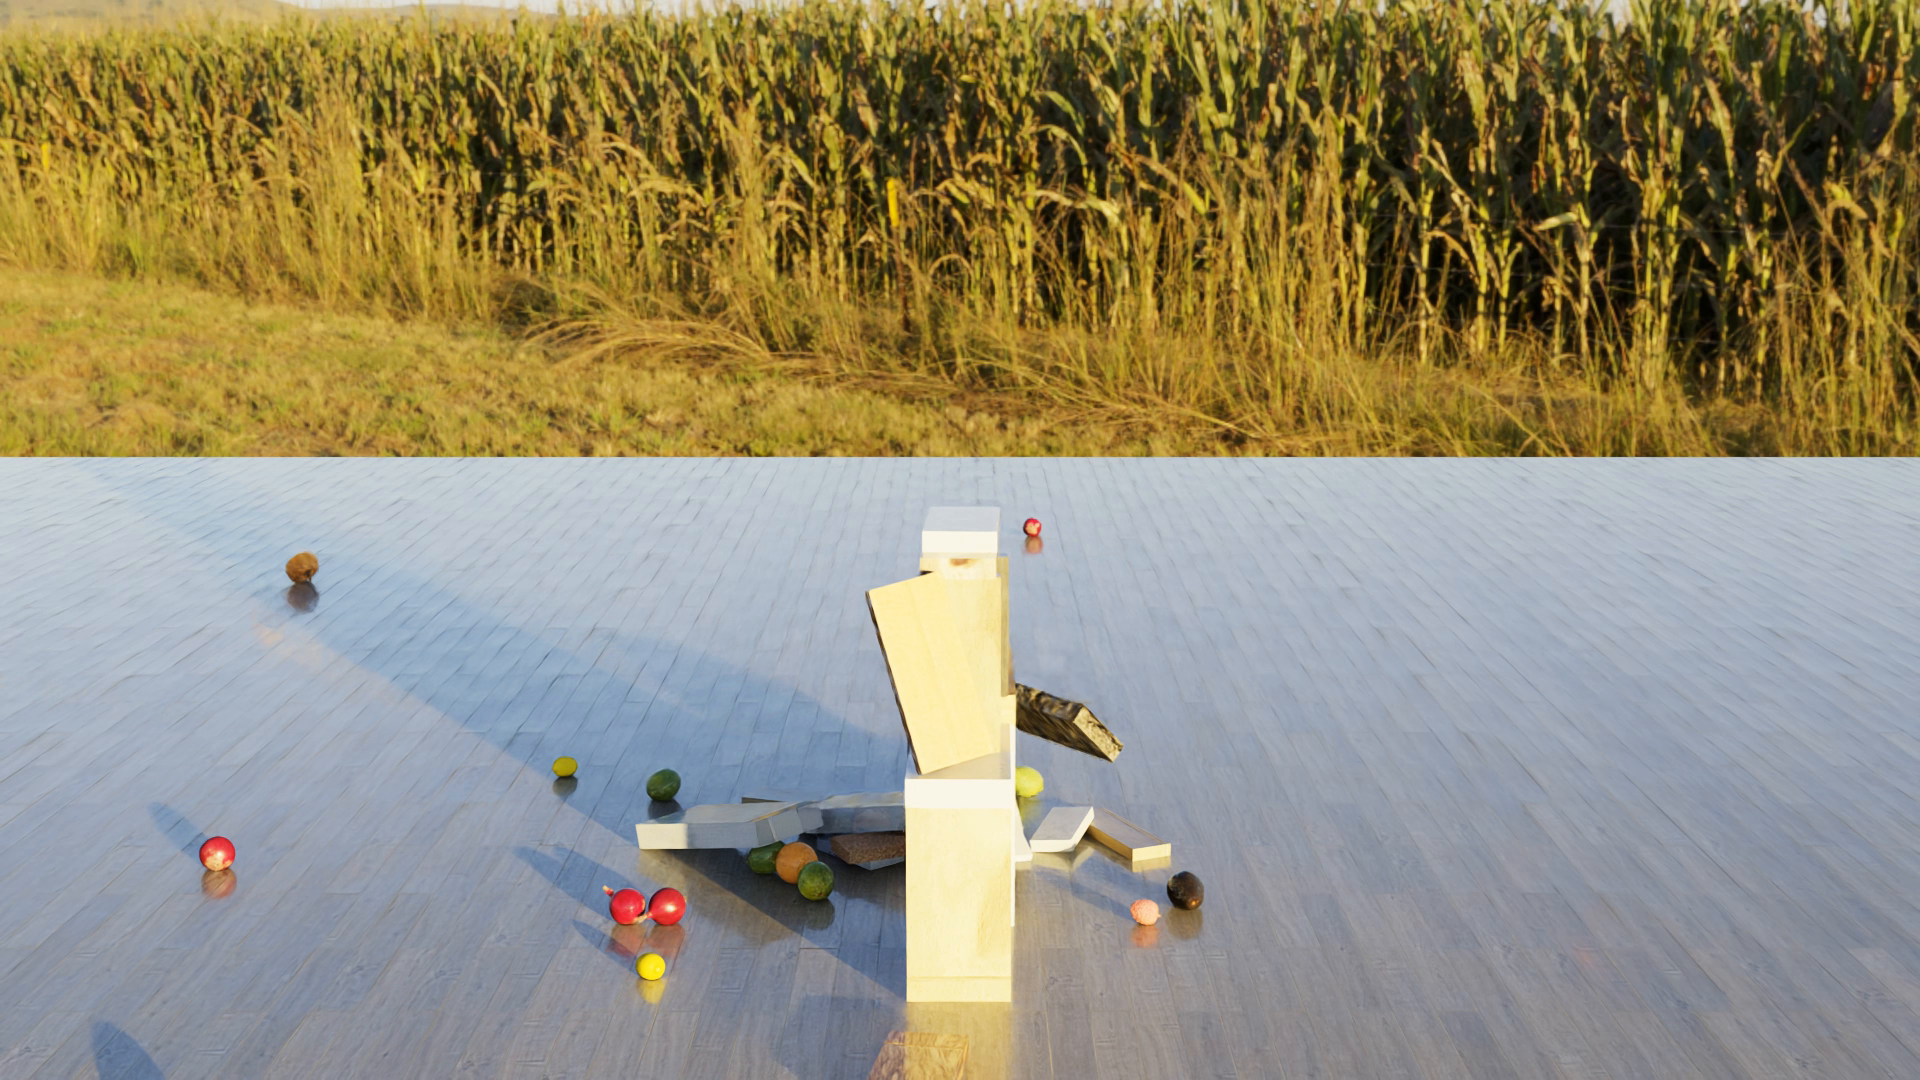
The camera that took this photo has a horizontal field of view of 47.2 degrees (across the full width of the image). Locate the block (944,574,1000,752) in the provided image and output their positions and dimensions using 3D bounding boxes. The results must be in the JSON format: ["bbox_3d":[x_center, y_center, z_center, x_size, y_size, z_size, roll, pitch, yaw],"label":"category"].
[{"bbox_3d":[0.005,0.182,3.252,0.110,0.265,0.031,0,10,1],"label":"block"}]

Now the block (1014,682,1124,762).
[{"bbox_3d":[0.167,0.327,4.039,0.266,0.038,0.133,14,-26,51],"label":"block"}]

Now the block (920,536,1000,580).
[{"bbox_3d":[0.002,0.022,3.301,0.110,0.031,0.220,0,11,2],"label":"block"}]

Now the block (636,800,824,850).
[{"bbox_3d":[-0.405,0.500,3.851,0.310,0.044,0.155,-8,3,42],"label":"block"}]

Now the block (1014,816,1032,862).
[{"bbox_3d":[0.073,0.495,3.928,0.046,0.013,0.246,-4,30,-14],"label":"block"}]

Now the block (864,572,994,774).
[{"bbox_3d":[-0.045,0.190,3.156,0.110,0.271,0.031,-15,-5,-15],"label":"block"}]

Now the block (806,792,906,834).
[{"bbox_3d":[-0.102,0.480,3.902,0.310,0.044,0.155,-5,2,21],"label":"block"}]

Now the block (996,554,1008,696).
[{"bbox_3d":[0.018,0.133,3.396,0.110,0.220,0.031,-1,11,-6],"label":"block"}]

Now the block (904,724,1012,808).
[{"bbox_3d":[0.000,0.334,3.276,0.151,0.043,0.302,0,11,1],"label":"block"}]

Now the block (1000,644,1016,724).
[{"bbox_3d":[0.001,0.233,3.589,0.171,0.048,0.341,0,11,0],"label":"block"}]

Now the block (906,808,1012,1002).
[{"bbox_3d":[-0.002,0.522,3.207,0.151,0.302,0.043,0,10,0],"label":"block"}]

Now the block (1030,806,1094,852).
[{"bbox_3d":[0.183,0.517,3.936,0.076,0.021,0.151,-3,15,19],"label":"block"}]

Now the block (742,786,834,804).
[{"bbox_3d":[-0.324,0.491,4.141,0.156,0.022,0.078,4,11,19],"label":"block"}]

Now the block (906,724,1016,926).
[{"bbox_3d":[0.001,0.446,3.512,0.171,0.341,0.048,0,11,0],"label":"block"}]

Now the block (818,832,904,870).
[{"bbox_3d":[-0.175,0.543,3.862,0.076,0.021,0.151,-9,14,-40],"label":"block"}]

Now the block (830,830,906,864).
[{"bbox_3d":[-0.137,0.529,3.813,0.156,0.022,0.078,-4,15,-27],"label":"block"}]

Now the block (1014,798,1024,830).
[{"bbox_3d":[0.045,0.473,4.013,0.103,0.029,0.206,-1,32,-10],"label":"block"}]

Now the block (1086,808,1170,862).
[{"bbox_3d":[0.286,0.527,3.949,0.076,0.021,0.232,-5,12,-25],"label":"block"}]

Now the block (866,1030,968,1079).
[{"bbox_3d":[-0.060,0.713,2.920,0.110,0.031,0.220,2,11,9],"label":"block"}]

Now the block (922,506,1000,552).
[{"bbox_3d":[0.004,-0.017,3.340,0.110,0.031,0.220,0,11,2],"label":"block"}]
